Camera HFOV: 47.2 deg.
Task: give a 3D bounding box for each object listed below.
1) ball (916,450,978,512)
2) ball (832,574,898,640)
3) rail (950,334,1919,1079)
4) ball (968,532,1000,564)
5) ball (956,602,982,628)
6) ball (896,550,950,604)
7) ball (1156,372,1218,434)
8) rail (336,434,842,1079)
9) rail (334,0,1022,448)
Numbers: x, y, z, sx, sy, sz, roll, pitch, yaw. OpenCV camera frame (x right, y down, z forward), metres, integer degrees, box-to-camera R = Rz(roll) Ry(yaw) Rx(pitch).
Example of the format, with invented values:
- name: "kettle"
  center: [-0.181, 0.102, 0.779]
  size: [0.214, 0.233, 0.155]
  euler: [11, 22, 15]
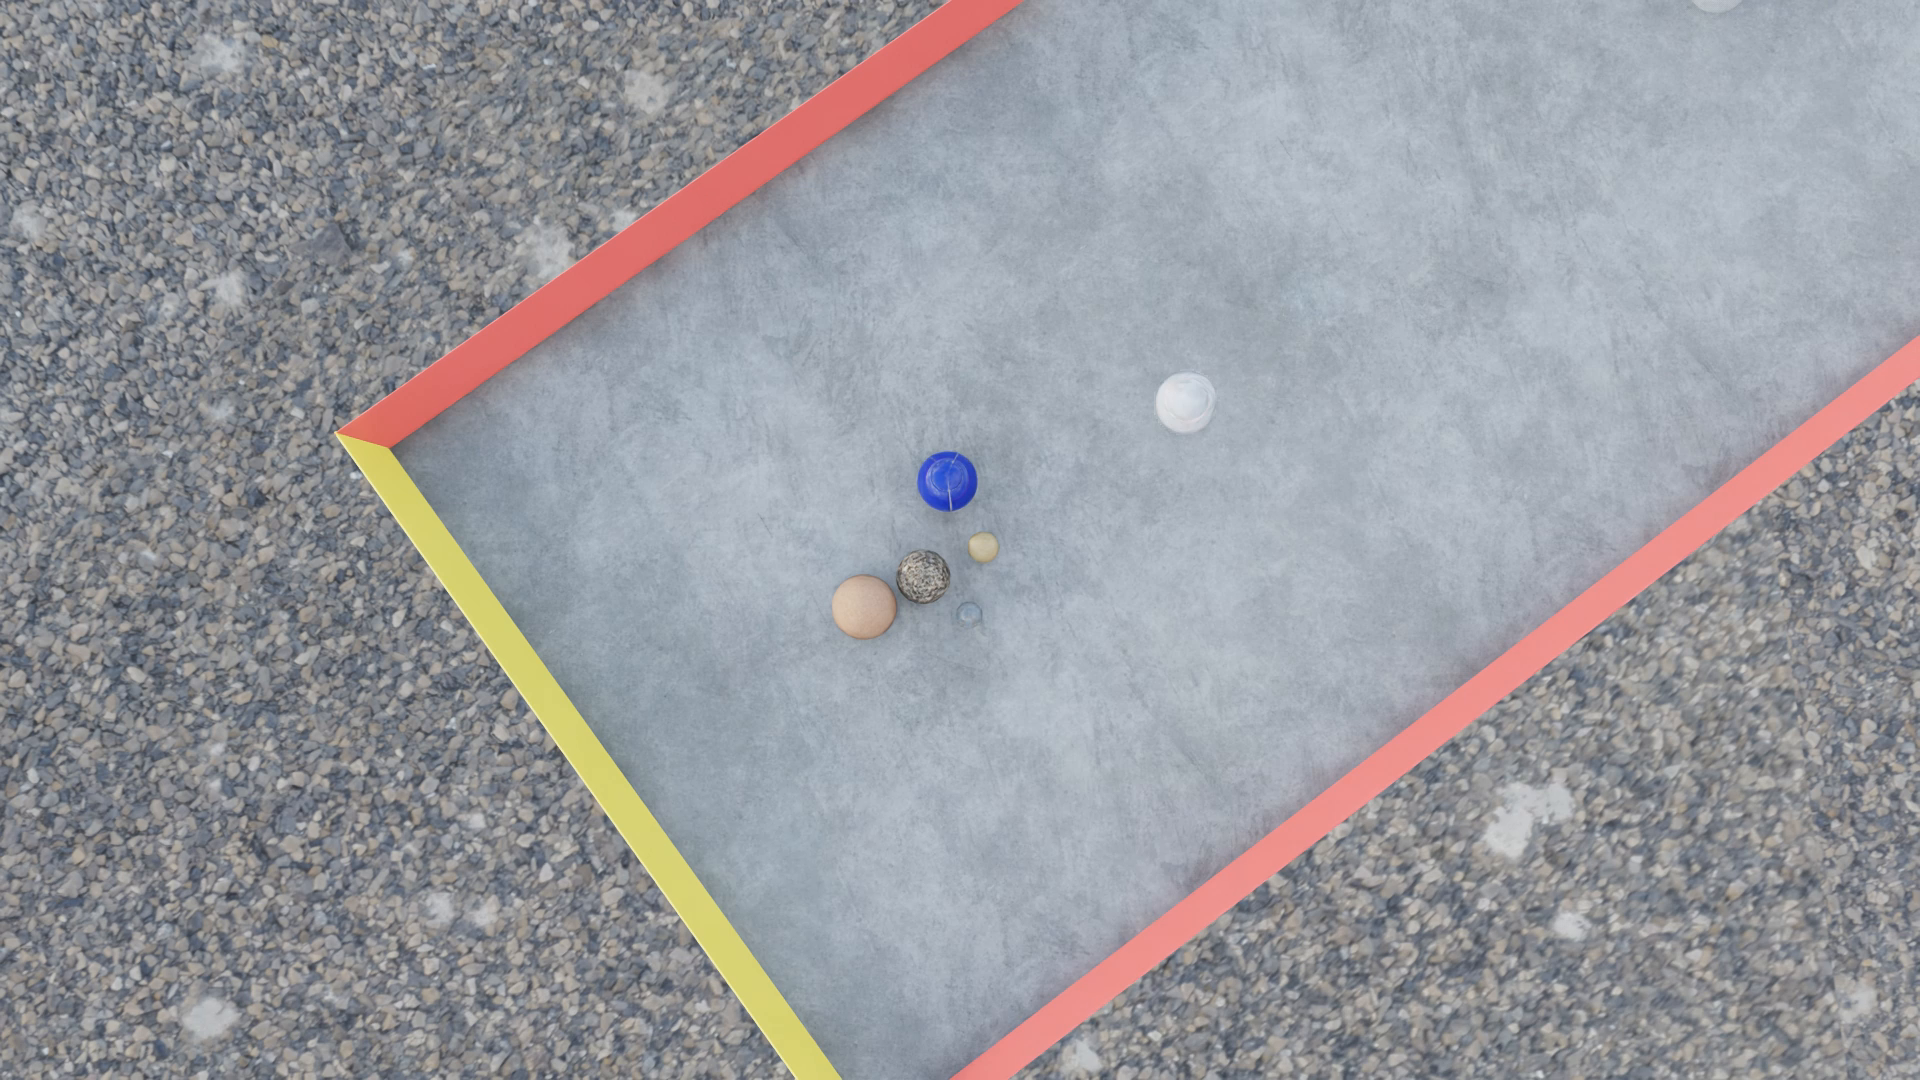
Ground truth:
- name: "ball"
  center: [-0.019, -0.088, 3.290]
  size: [0.092, 0.092, 0.092]
  euler: [0, 80, 0]
- name: "ball"
  center: [-0.142, 0.099, 3.254]
  size: [0.097, 0.097, 0.097]
  euler: [0, 80, 0]
- name: "rail"
  center: [0.903, 0.117, 3.235]
  size: [2.594, 0.126, 0.045]
  euler: [-36, 82, -6]
- name: "ball"
  center: [0.035, 0.011, 3.295]
  size: [0.048, 0.048, 0.048]
  euler: [0, 80, 0]
- name: "ball"
  center: [0.014, 0.112, 3.280]
  size: [0.041, 0.041, 0.041]
  euler: [0, 80, 0]
- name: "ball"
  center: [-0.055, 0.055, 3.270]
  size: [0.081, 0.081, 0.081]
  euler: [0, 80, 0]
- name: "ball"
  center: [0.341, -0.207, 3.311]
  size: [0.092, 0.092, 0.092]
  euler: [0, 80, 0]
- name: "rail"
  center: [-0.500, 0.363, 3.191]
  size: [0.045, 0.126, 1.327]
  euler: [-36, 82, -6]
- name: "rail"
  center: [0.136, -0.892, 3.415]
  size: [2.594, 0.126, 0.045]
  euler: [-36, 82, -6]
